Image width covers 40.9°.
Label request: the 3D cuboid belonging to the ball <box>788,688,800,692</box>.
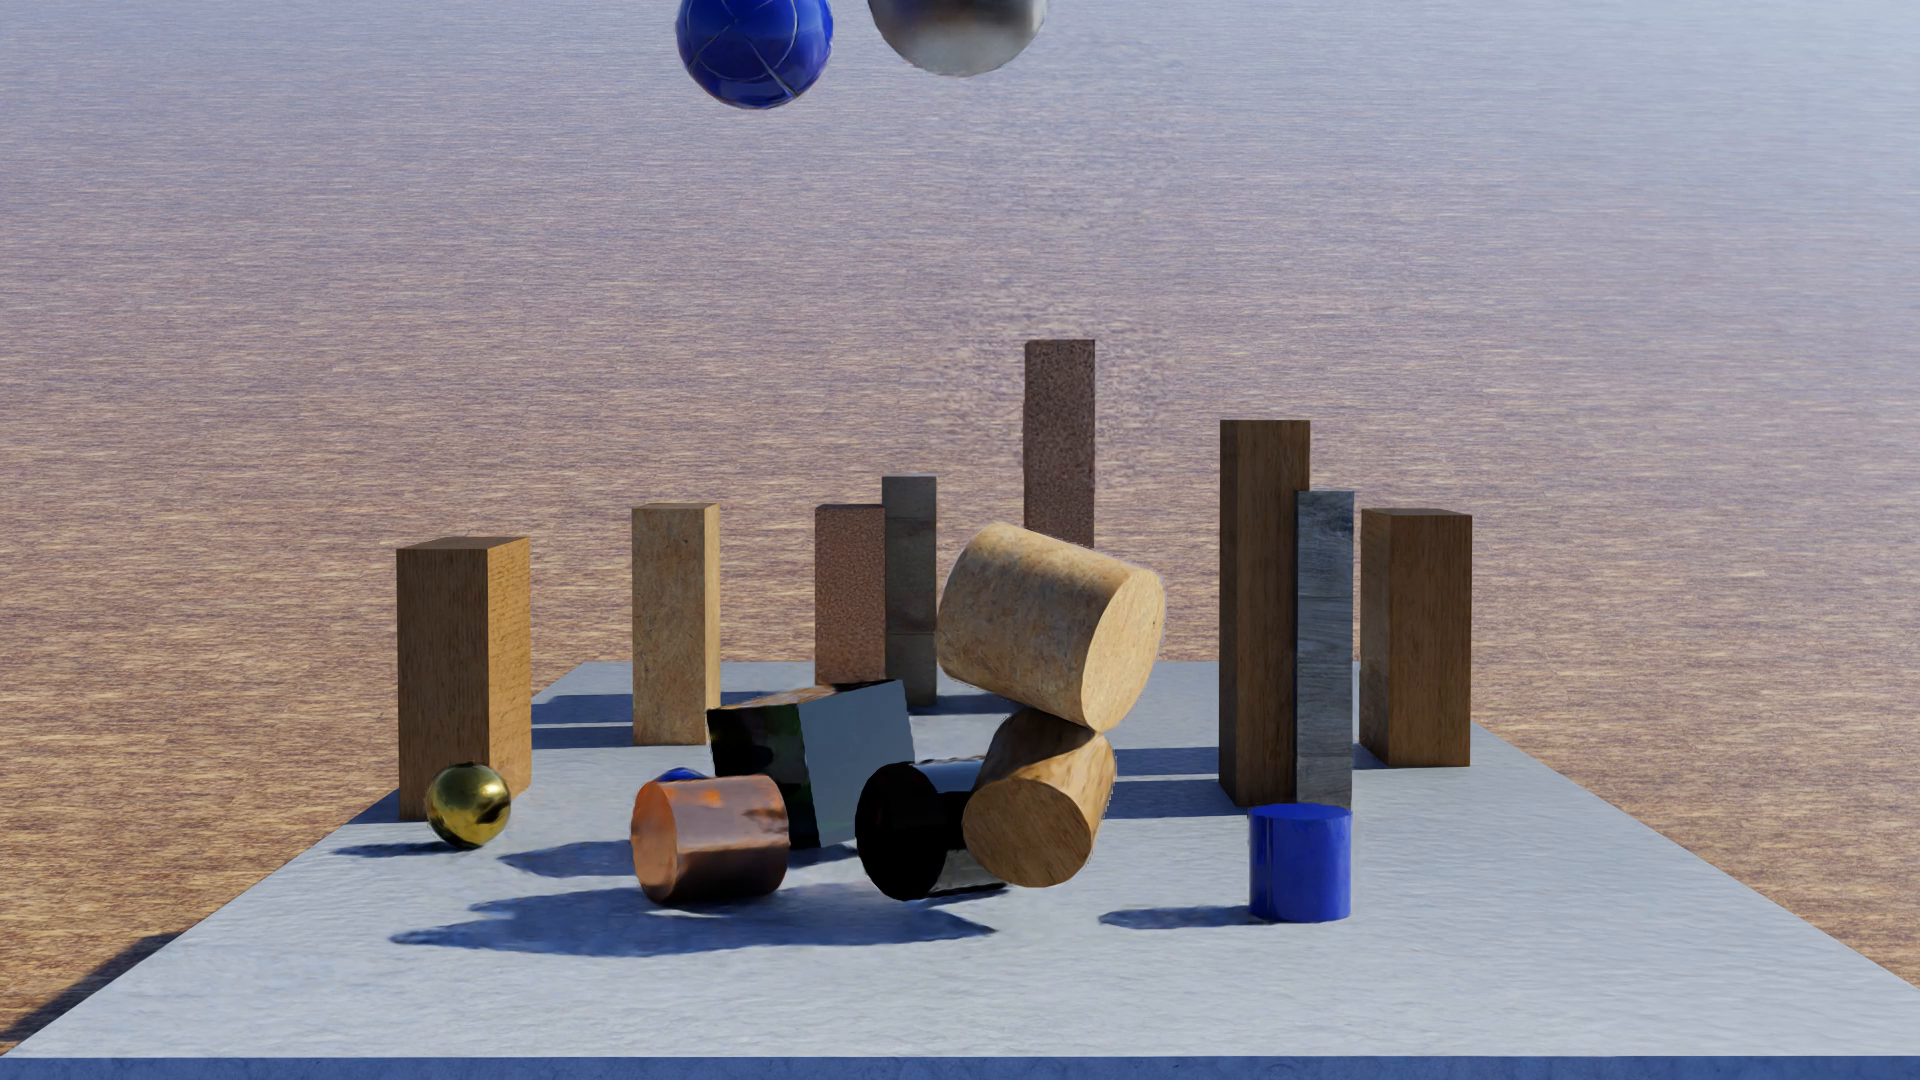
[{"bbox_3d":[-0.256,0.333,4.282,0.176,0.176,0.176,0,22,0],"label":"ball"}]

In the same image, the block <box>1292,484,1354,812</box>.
[{"bbox_3d":[0.577,0.168,4.257,0.087,0.509,0.387,0,3,0],"label":"block"}]

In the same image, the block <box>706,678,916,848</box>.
[{"bbox_3d":[-0.209,0.324,3.708,0.204,0.204,0.204,-11,2,-45],"label":"block"}]

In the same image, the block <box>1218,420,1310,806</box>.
[{"bbox_3d":[0.500,0.112,4.252,0.115,0.620,0.274,0,3,0],"label":"block"}]

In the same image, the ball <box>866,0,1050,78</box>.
[{"bbox_3d":[-0.001,-0.585,2.698,0.197,0.197,0.197,0,22,0],"label":"ball"}]

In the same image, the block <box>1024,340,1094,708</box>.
[{"bbox_3d":[0.213,-0.037,5.598,0.139,0.784,0.350,0,3,0],"label":"block"}]

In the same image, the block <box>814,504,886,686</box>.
[{"bbox_3d":[-0.232,0.143,5.551,0.146,0.430,0.278,0,3,0],"label":"block"}]

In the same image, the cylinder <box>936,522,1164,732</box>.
[{"bbox_3d":[0.114,0.106,3.215,0.209,0.209,0.209,19,28,27],"label":"cylinder"}]

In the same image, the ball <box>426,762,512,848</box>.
[{"bbox_3d":[-0.717,0.386,3.750,0.124,0.124,0.124,0,22,0],"label":"ball"}]

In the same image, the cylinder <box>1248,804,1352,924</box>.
[{"bbox_3d":[0.430,0.408,3.253,0.129,0.129,0.129,0,3,0],"label":"cylinder"}]

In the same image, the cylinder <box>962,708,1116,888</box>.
[{"bbox_3d":[0.099,0.320,3.210,0.162,0.162,0.162,5,30,12],"label":"cylinder"}]

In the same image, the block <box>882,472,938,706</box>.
[{"bbox_3d":[-0.110,0.102,5.718,0.117,0.495,0.340,0,3,0],"label":"block"}]

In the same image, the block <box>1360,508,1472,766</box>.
[{"bbox_3d":[0.838,0.172,4.748,0.146,0.450,0.331,0,3,0],"label":"block"}]

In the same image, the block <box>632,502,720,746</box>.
[{"bbox_3d":[-0.554,0.158,5.041,0.138,0.451,0.310,0,3,0],"label":"block"}]

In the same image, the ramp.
[{"bbox_3d":[0.051,0.459,4.533,2.000,0.100,4.000,0,3,0],"label":"ramp"}]

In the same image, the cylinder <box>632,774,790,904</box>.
[{"bbox_3d":[-0.327,0.389,3.358,0.157,0.157,0.157,-1,20,-29],"label":"cylinder"}]

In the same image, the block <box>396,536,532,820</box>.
[{"bbox_3d":[-0.802,0.215,4.185,0.141,0.422,0.392,0,3,0],"label":"block"}]

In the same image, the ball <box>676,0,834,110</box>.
[{"bbox_3d":[-0.203,-0.505,2.547,0.157,0.157,0.157,0,22,0],"label":"ball"}]

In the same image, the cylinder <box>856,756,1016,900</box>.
[{"bbox_3d":[-0.012,0.375,3.369,0.178,0.178,0.178,0,16,-44],"label":"cylinder"}]

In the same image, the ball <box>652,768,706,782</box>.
[{"bbox_3d":[-0.408,0.391,3.768,0.113,0.113,0.113,0,22,0],"label":"ball"}]
